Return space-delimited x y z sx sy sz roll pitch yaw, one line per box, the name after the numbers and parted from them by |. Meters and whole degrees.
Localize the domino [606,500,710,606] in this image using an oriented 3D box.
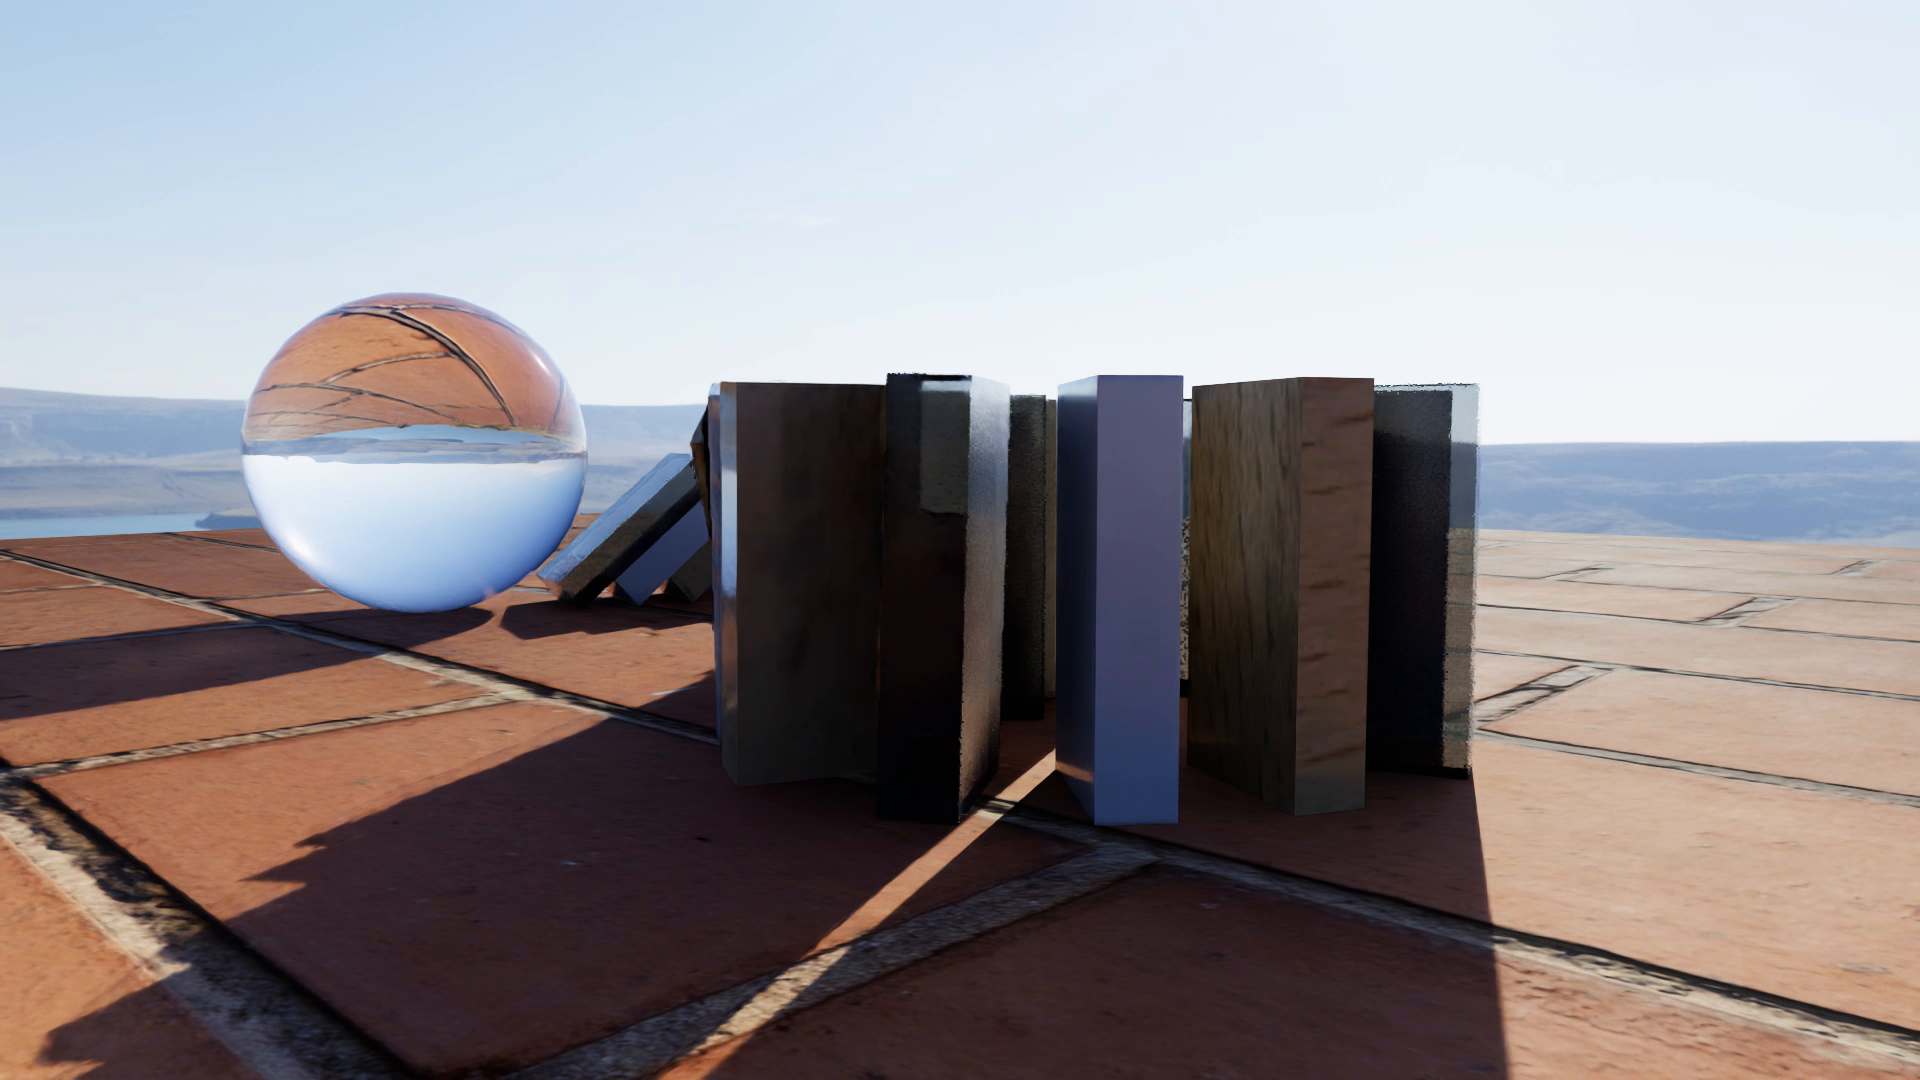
-0.077 -0.004 0.354 0.050 0.009 0.025 -46 24 -20 | domino

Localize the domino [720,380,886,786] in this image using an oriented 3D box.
-0.017 0.005 0.165 0.025 0.050 0.009 -2 8 -22 | domino

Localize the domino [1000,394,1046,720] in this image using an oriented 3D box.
0.000 0.002 0.201 0.025 0.050 0.009 0 4 0 | domino

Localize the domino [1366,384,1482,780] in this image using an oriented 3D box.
0.055 0.005 0.170 0.025 0.050 0.010 2 5 25 | domino

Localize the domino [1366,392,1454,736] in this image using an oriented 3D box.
0.058 0.003 0.191 0.025 0.050 0.010 0 4 0 | domino

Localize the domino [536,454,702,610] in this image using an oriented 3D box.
-0.090 -0.003 0.347 0.050 0.010 0.025 -46 24 -20 | domino

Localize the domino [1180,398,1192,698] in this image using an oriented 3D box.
0.042 0.001 0.226 0.010 0.050 0.025 1 5 18 | domino

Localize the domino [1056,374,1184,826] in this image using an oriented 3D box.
0.018 0.006 0.154 0.010 0.050 0.025 0 4 -6 | domino

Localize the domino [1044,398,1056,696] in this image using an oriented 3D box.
0.003 0.001 0.221 0.025 0.050 0.009 2 5 30 | domino

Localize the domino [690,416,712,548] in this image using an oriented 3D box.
-0.027 0.003 0.213 0.025 0.050 0.009 0 36 5 | domino

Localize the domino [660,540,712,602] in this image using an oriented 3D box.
-0.065 -0.004 0.362 0.050 0.010 0.025 -46 24 -20 | domino

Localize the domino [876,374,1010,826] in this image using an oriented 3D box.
-0.002 0.006 0.154 0.009 0.050 0.025 3 5 12 | domino

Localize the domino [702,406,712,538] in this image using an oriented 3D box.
-0.025 0.003 0.197 0.025 0.050 0.009 0 29 -3 | domino

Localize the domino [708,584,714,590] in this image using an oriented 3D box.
-0.053 -0.005 0.371 0.050 0.009 0.025 -46 24 -20 | domino

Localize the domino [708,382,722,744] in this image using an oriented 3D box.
-0.022 0.004 0.181 0.025 0.050 0.009 -1 17 -8 | domino

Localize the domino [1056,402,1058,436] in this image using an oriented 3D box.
0.022 0.000 0.228 0.009 0.050 0.025 0 4 -3 | domino

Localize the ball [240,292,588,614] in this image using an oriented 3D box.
-0.135 -0.022 0.322 0.080 0.080 0.080 0 4 0 | ball

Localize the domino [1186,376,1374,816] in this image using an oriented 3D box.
0.039 0.006 0.158 0.009 0.050 0.025 -1 5 -19 | domino
